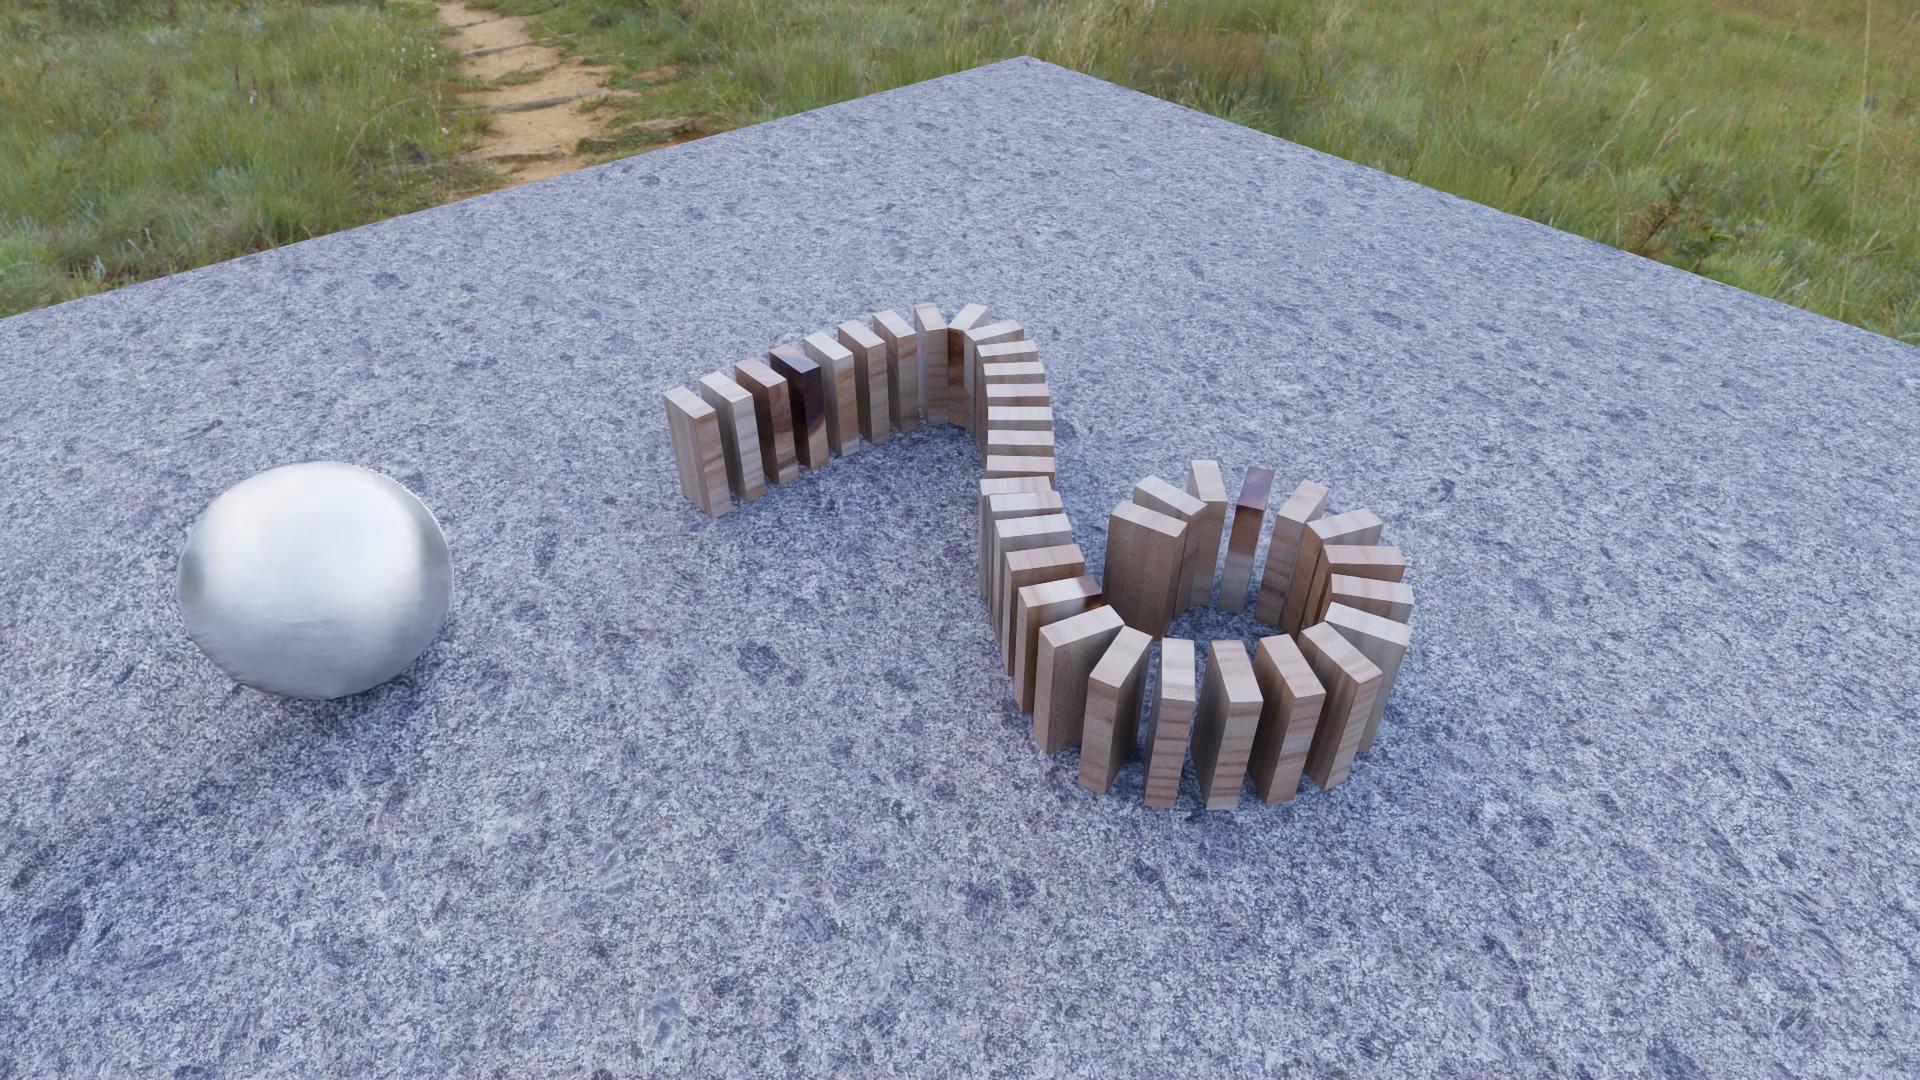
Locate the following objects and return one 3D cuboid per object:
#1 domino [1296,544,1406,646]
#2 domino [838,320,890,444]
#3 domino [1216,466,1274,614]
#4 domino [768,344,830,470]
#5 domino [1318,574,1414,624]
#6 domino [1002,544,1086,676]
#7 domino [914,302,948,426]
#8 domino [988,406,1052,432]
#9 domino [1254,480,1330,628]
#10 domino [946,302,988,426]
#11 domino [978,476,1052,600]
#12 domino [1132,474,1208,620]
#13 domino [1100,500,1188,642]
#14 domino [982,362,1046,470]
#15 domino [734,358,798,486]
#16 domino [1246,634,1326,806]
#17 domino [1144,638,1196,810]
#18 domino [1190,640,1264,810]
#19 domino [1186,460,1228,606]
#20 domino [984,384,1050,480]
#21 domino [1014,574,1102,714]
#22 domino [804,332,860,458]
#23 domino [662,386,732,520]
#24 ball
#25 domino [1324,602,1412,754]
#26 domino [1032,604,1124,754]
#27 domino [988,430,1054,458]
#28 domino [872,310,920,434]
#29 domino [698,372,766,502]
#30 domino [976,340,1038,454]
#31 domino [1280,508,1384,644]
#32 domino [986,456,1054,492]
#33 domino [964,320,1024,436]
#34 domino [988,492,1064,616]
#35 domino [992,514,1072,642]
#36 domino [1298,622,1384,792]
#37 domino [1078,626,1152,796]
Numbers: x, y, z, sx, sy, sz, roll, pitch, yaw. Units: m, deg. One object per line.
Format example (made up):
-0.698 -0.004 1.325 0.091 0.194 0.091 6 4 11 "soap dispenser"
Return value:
0.135 0.024 0.382 0.025 0.050 0.009 1 39 2 "domino"
-0.043 -0.071 0.498 0.009 0.050 0.025 -25 45 -27 "domino"
0.106 0.000 0.411 0.009 0.050 0.025 14 41 16 "domino"
-0.070 -0.058 0.482 0.009 0.050 0.025 -29 47 -30 "domino"
0.132 0.035 0.369 0.025 0.050 0.010 8 40 10 "domino"
0.028 0.025 0.381 0.025 0.050 0.010 -7 40 -9 "domino"
-0.013 -0.081 0.511 0.009 0.050 0.025 -9 40 -11 "domino"
0.024 -0.031 0.449 0.025 0.050 0.009 0 39 0 "domino"
0.122 0.005 0.405 0.009 0.050 0.025 24 45 26 "domino"
0.004 -0.081 0.511 0.009 0.050 0.025 16 42 18 "domino"
0.020 0.000 0.412 0.025 0.050 0.009 -3 39 -4 "domino"
0.075 0.003 0.408 0.009 0.050 0.025 -31 49 -32 "domino"
0.065 0.012 0.397 0.025 0.050 0.009 21 44 24 "domino"
0.023 -0.052 0.475 0.025 0.050 0.010 -3 39 -3 "domino"
-0.083 -0.051 0.473 0.010 0.050 0.025 -30 48 -31 "domino"
0.099 0.056 0.343 0.009 0.050 0.025 -8 40 -9 "domino"
0.065 0.057 0.341 0.009 0.050 0.025 5 40 6 "domino"
0.082 0.058 0.341 0.009 0.050 0.025 -2 39 -2 "domino"
0.090 -0.002 0.414 0.009 0.050 0.025 1 39 1 "domino"
0.023 -0.041 0.462 0.025 0.050 0.009 -1 39 -1 "domino"
0.032 0.036 0.368 0.025 0.050 0.009 -10 40 -12 "domino"
-0.057 -0.065 0.490 0.010 0.050 0.025 -27 46 -29 "domino"
-0.108 -0.036 0.455 0.010 0.050 0.025 -30 48 -31 "domino"
-0.215 0.014 0.371 0.080 0.080 0.080 0 39 0 "ball"
0.127 0.045 0.356 0.025 0.050 0.009 19 43 21 "domino"
0.038 0.046 0.356 0.025 0.050 0.010 -17 42 -19 "domino"
0.023 -0.020 0.436 0.025 0.050 0.009 1 39 2 "domino"
-0.029 -0.077 0.506 0.009 0.050 0.025 -19 43 -22 "domino"
-0.096 -0.043 0.464 0.010 0.050 0.025 -30 48 -32 "domino"
0.020 -0.063 0.488 0.025 0.050 0.009 -7 40 -9 "domino"
0.133 0.013 0.395 0.025 0.050 0.009 -13 41 -15 "domino"
0.023 -0.009 0.422 0.025 0.050 0.009 2 39 2 "domino"
0.015 -0.073 0.501 0.025 0.050 0.010 -18 43 -21 "domino"
0.023 0.006 0.405 0.025 0.050 0.009 -4 39 -4 "domino"
0.025 0.014 0.394 0.025 0.050 0.009 -6 40 -7 "domino"
0.115 0.053 0.347 0.010 0.050 0.025 -19 43 -21 "domino"
0.048 0.054 0.345 0.010 0.050 0.025 21 44 23 "domino"
